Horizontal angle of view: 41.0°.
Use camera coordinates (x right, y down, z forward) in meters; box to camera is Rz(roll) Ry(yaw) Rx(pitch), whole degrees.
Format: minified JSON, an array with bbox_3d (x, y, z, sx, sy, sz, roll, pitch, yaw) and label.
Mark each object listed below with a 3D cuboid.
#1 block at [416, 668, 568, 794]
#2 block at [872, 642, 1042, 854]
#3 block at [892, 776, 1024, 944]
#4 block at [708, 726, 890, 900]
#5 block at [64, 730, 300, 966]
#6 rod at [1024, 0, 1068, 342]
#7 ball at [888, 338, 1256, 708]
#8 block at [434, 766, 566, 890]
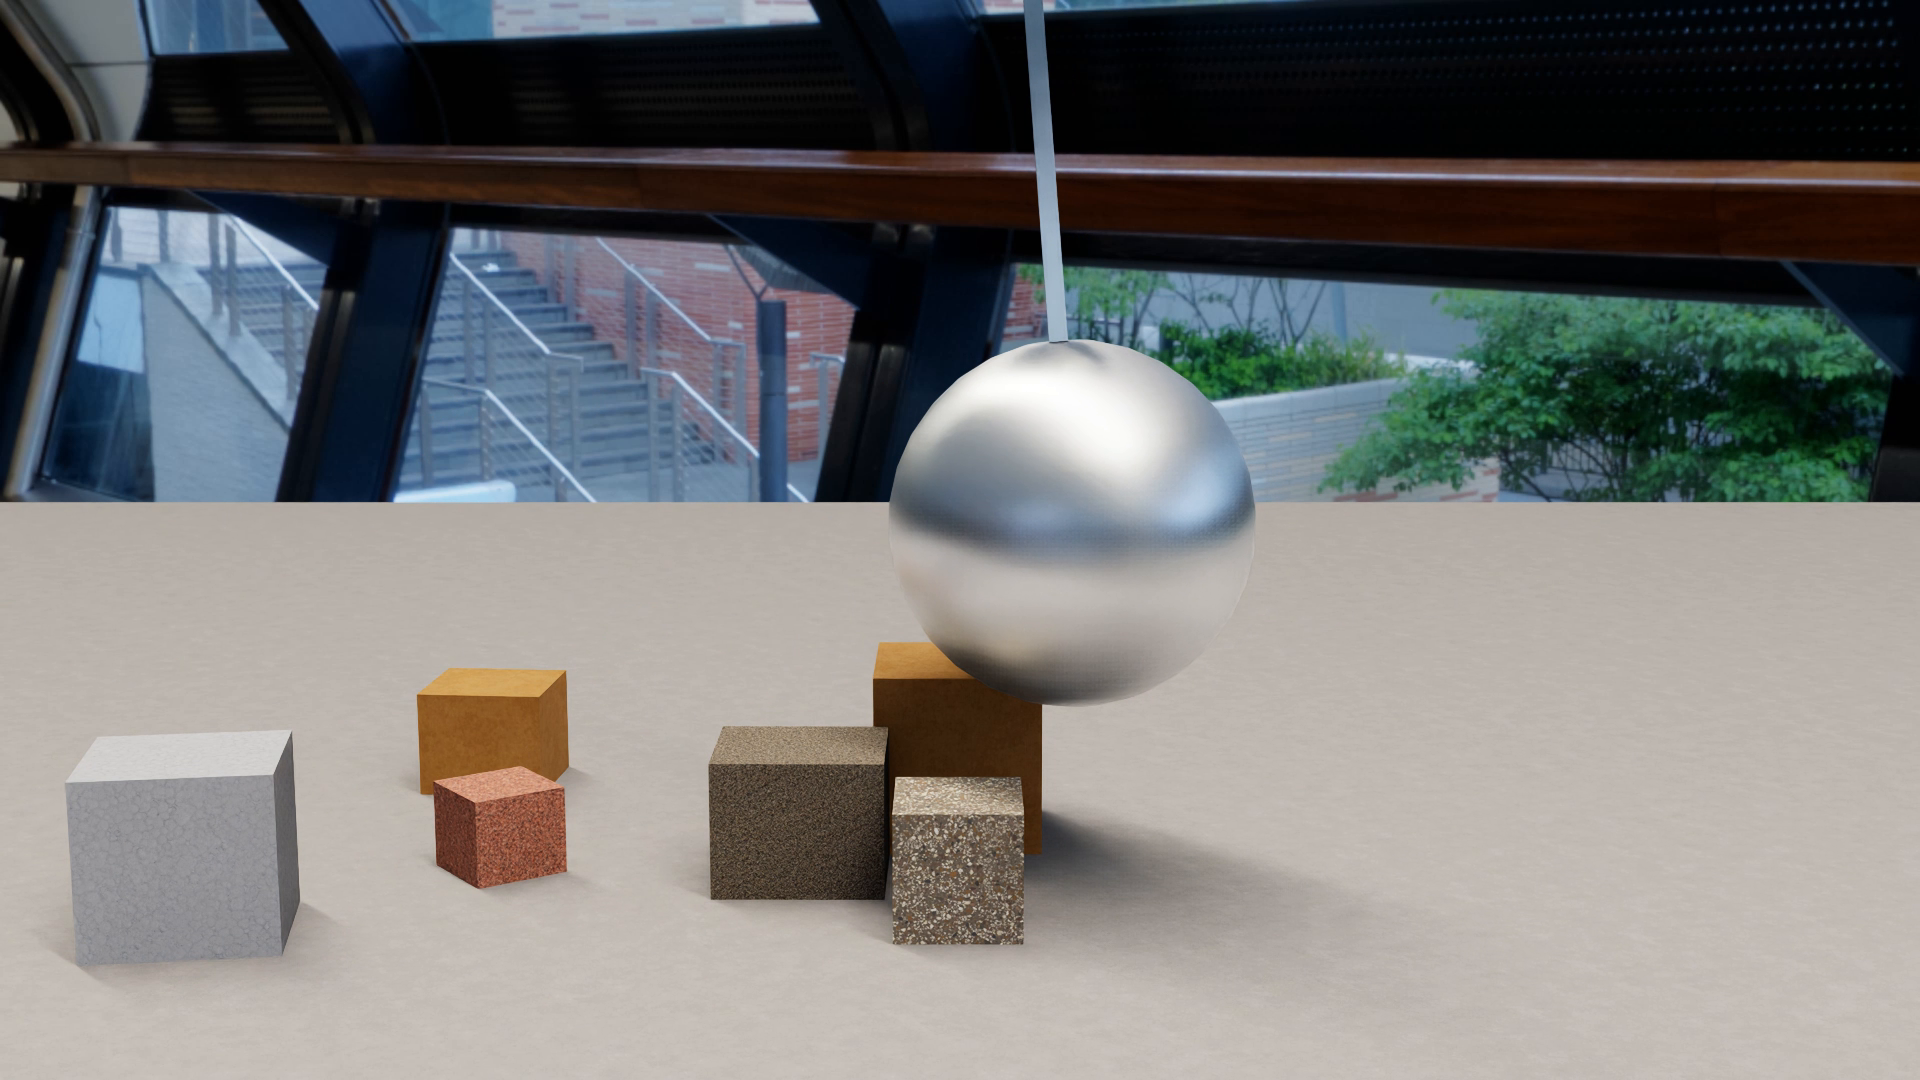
[{"bbox_3d":[-2.335,0.960,12.873,0.608,0.506,0.572,1,10,5],"label":"block"},{"bbox_3d":[-0.008,0.961,11.985,0.764,0.821,0.744,0,10,0],"label":"block"},{"bbox_3d":[-0.007,1.331,10.706,0.533,0.550,0.565,0,10,0],"label":"block"},{"bbox_3d":[-0.697,1.195,11.310,0.748,0.603,0.646,0,10,0],"label":"block"},{"bbox_3d":[-3.178,1.252,10.561,0.796,0.757,0.716,-2,10,-8],"label":"block"},{"bbox_3d":[0.211,-3.407,10.561,0.080,5.200,0.080,-5,10,1],"label":"rod"},{"bbox_3d":[0.487,-0.073,11.167,1.600,1.600,1.600,0,10,0],"label":"ball"},{"bbox_3d":[-2.053,1.277,11.451,0.431,0.390,0.432,-7,13,-35],"label":"block"}]
